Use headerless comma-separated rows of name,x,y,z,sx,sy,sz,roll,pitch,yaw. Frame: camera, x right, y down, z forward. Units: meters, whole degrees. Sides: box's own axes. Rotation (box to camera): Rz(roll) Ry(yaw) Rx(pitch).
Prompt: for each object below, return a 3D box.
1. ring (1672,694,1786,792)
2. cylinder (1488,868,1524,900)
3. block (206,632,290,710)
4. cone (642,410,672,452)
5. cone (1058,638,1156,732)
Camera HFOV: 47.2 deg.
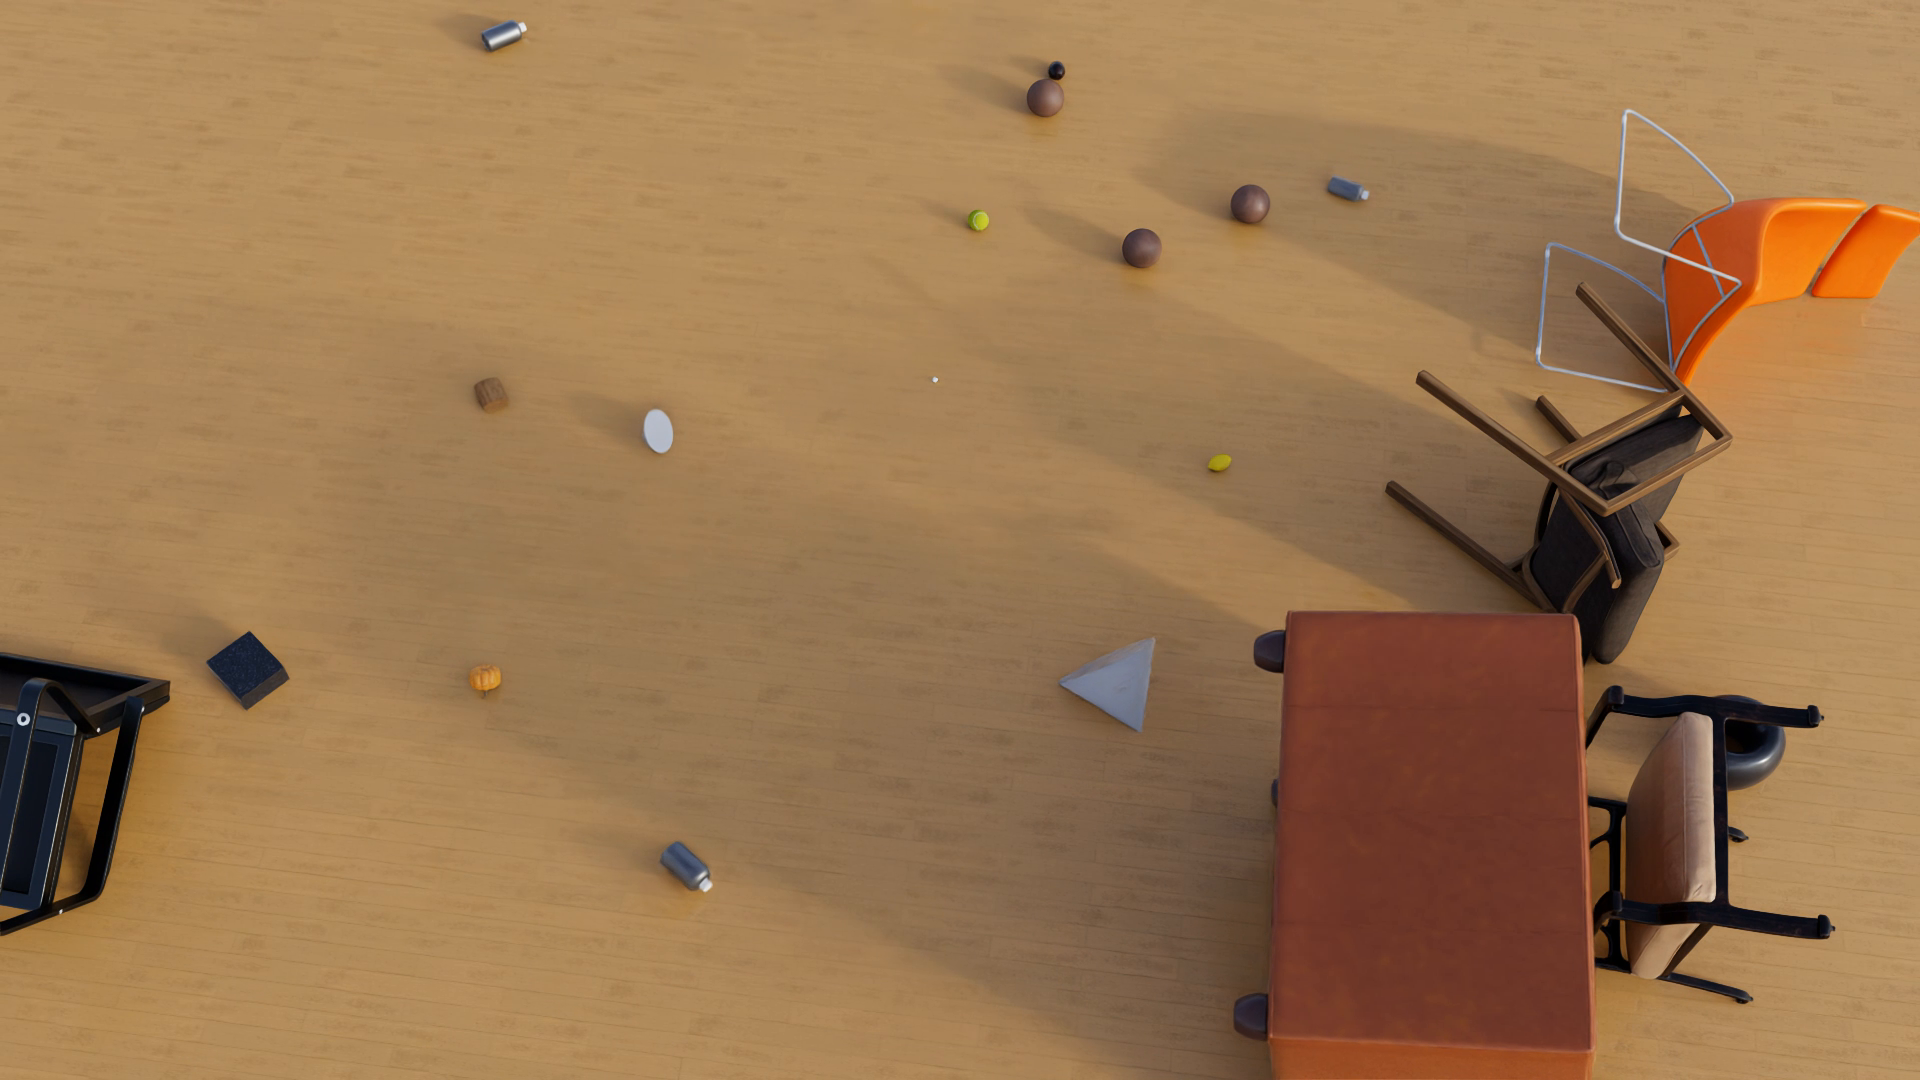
ring,2.130,0.562,6.096,0.311,0.169,0.265,-9,59,-8
cylinder,1.447,0.913,5.828,0.071,0.062,0.093,-3,45,1
block,-2.034,0.373,6.283,0.150,0.068,0.169,-39,64,-23
cone,-0.953,-0.326,6.764,0.076,0.119,0.140,-16,63,37
cone,0.464,0.442,6.203,0.309,0.264,0.230,-25,92,26
